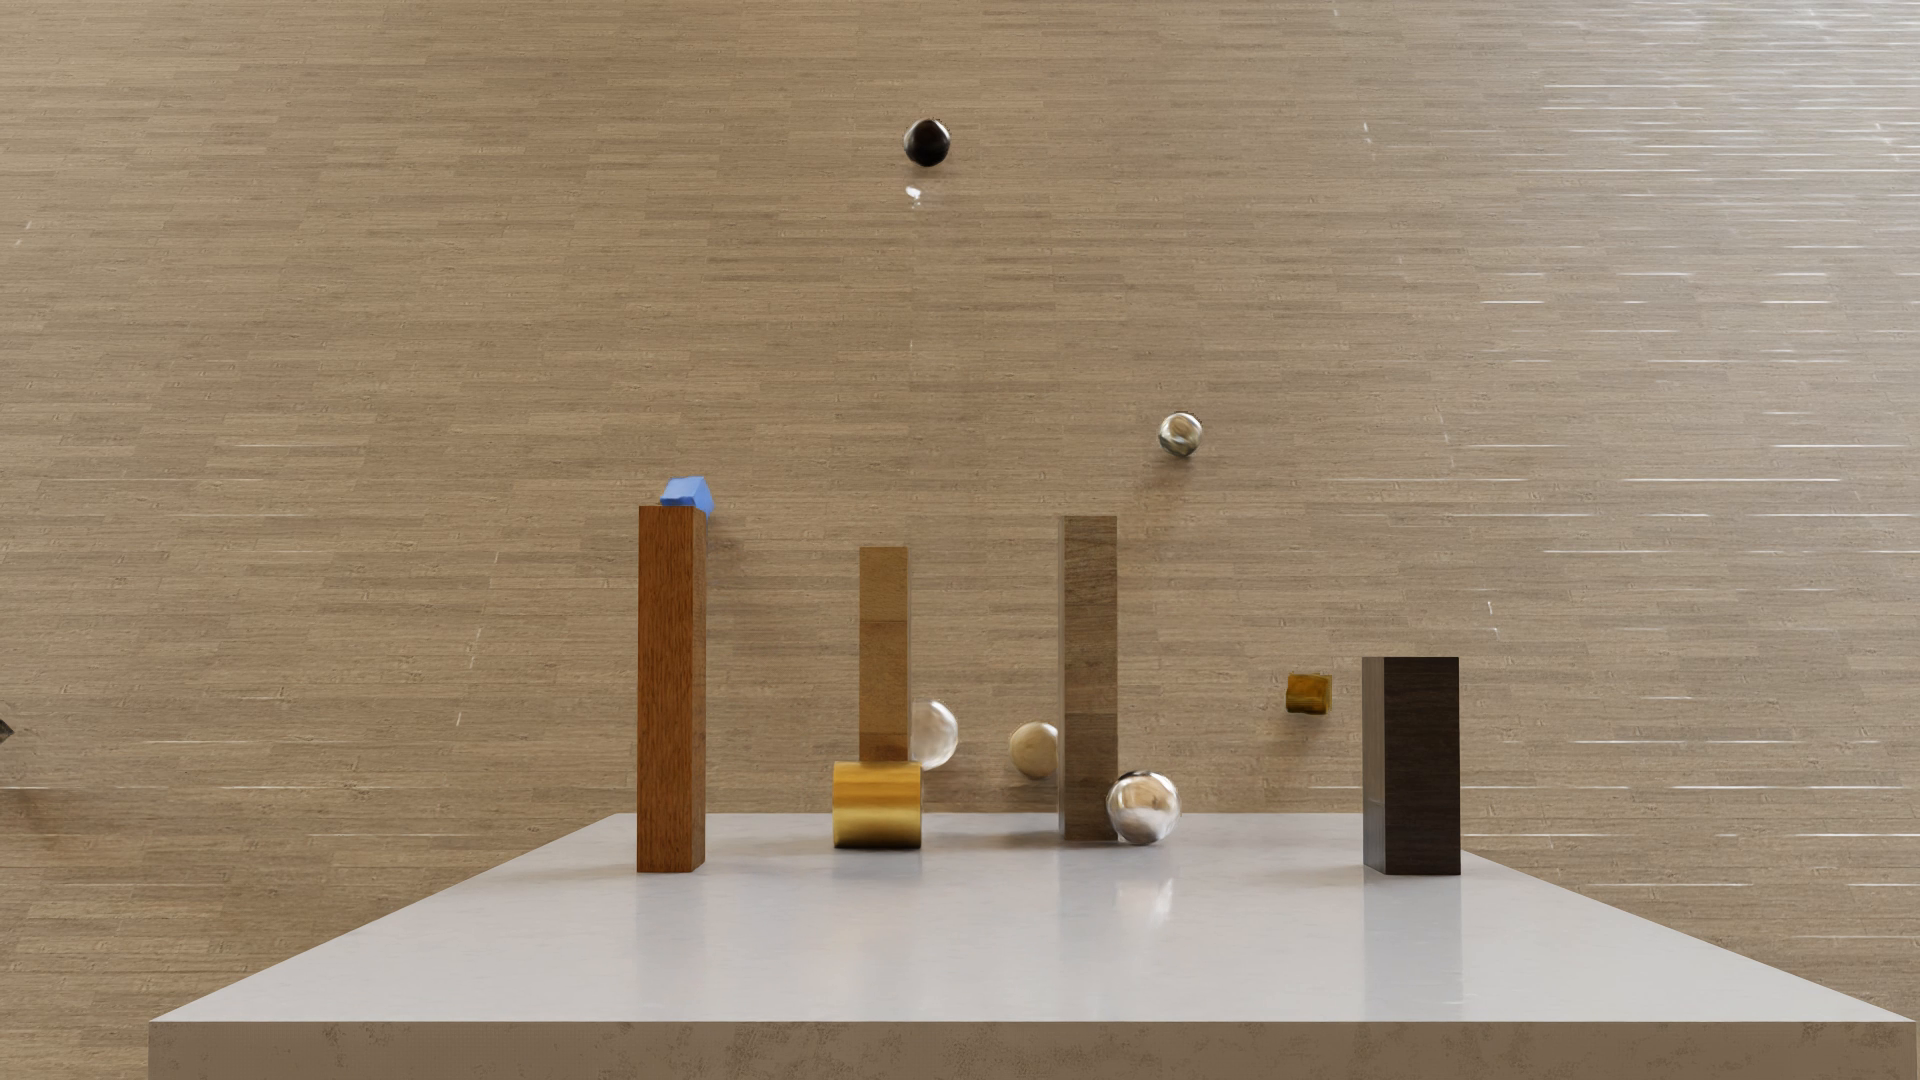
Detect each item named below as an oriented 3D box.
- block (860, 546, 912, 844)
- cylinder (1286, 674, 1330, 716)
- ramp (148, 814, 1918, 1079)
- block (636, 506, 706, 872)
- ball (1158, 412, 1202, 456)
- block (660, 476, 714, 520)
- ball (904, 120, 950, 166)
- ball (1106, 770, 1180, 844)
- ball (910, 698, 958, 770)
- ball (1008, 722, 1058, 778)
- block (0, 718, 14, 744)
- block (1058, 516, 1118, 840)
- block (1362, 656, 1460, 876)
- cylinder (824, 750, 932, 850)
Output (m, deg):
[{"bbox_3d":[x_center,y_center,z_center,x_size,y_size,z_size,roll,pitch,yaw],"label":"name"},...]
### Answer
[{"bbox_3d":[-0.170,0.355,5.996,0.107,0.661,0.420,0,-3,0],"label":"block"},{"bbox_3d":[0.983,0.435,7.336,0.109,0.109,0.109,4,37,15],"label":"cylinder"},{"bbox_3d":[0.082,0.687,4.939,2.000,0.100,4.000,0,-3,0],"label":"ramp"},{"bbox_3d":[-0.570,0.293,5.161,0.106,0.707,0.271,0,-3,0],"label":"block"},{"bbox_3d":[0.708,-0.338,8.353,0.141,0.141,0.141,0,37,0],"label":"ball"},{"bbox_3d":[-0.844,-0.116,8.063,0.112,0.112,0.112,-5,34,20],"label":"block"},{"bbox_3d":[-0.125,-1.504,9.859,0.178,0.178,0.178,0,37,0],"label":"ball"},{"bbox_3d":[0.407,0.594,5.795,0.165,0.165,0.165,0,37,0],"label":"ball"},{"bbox_3d":[-0.103,0.535,7.158,0.198,0.198,0.198,0,37,0],"label":"ball"},{"bbox_3d":[0.212,0.576,7.138,0.157,0.157,0.157,0,37,0],"label":"ball"},{"bbox_3d":[-2.703,0.527,7.124,0.131,0.131,0.131,-41,3,-4],"label":"block"},{"bbox_3d":[0.298,0.322,6.104,0.120,0.737,0.390,0,-3,0],"label":"block"},{"bbox_3d":[0.881,0.436,5.094,0.143,0.415,0.274,0,-3,0],"label":"block"},{"bbox_3d":[-0.179,0.577,5.681,0.189,0.189,0.189,-17,38,0],"label":"cylinder"}]
